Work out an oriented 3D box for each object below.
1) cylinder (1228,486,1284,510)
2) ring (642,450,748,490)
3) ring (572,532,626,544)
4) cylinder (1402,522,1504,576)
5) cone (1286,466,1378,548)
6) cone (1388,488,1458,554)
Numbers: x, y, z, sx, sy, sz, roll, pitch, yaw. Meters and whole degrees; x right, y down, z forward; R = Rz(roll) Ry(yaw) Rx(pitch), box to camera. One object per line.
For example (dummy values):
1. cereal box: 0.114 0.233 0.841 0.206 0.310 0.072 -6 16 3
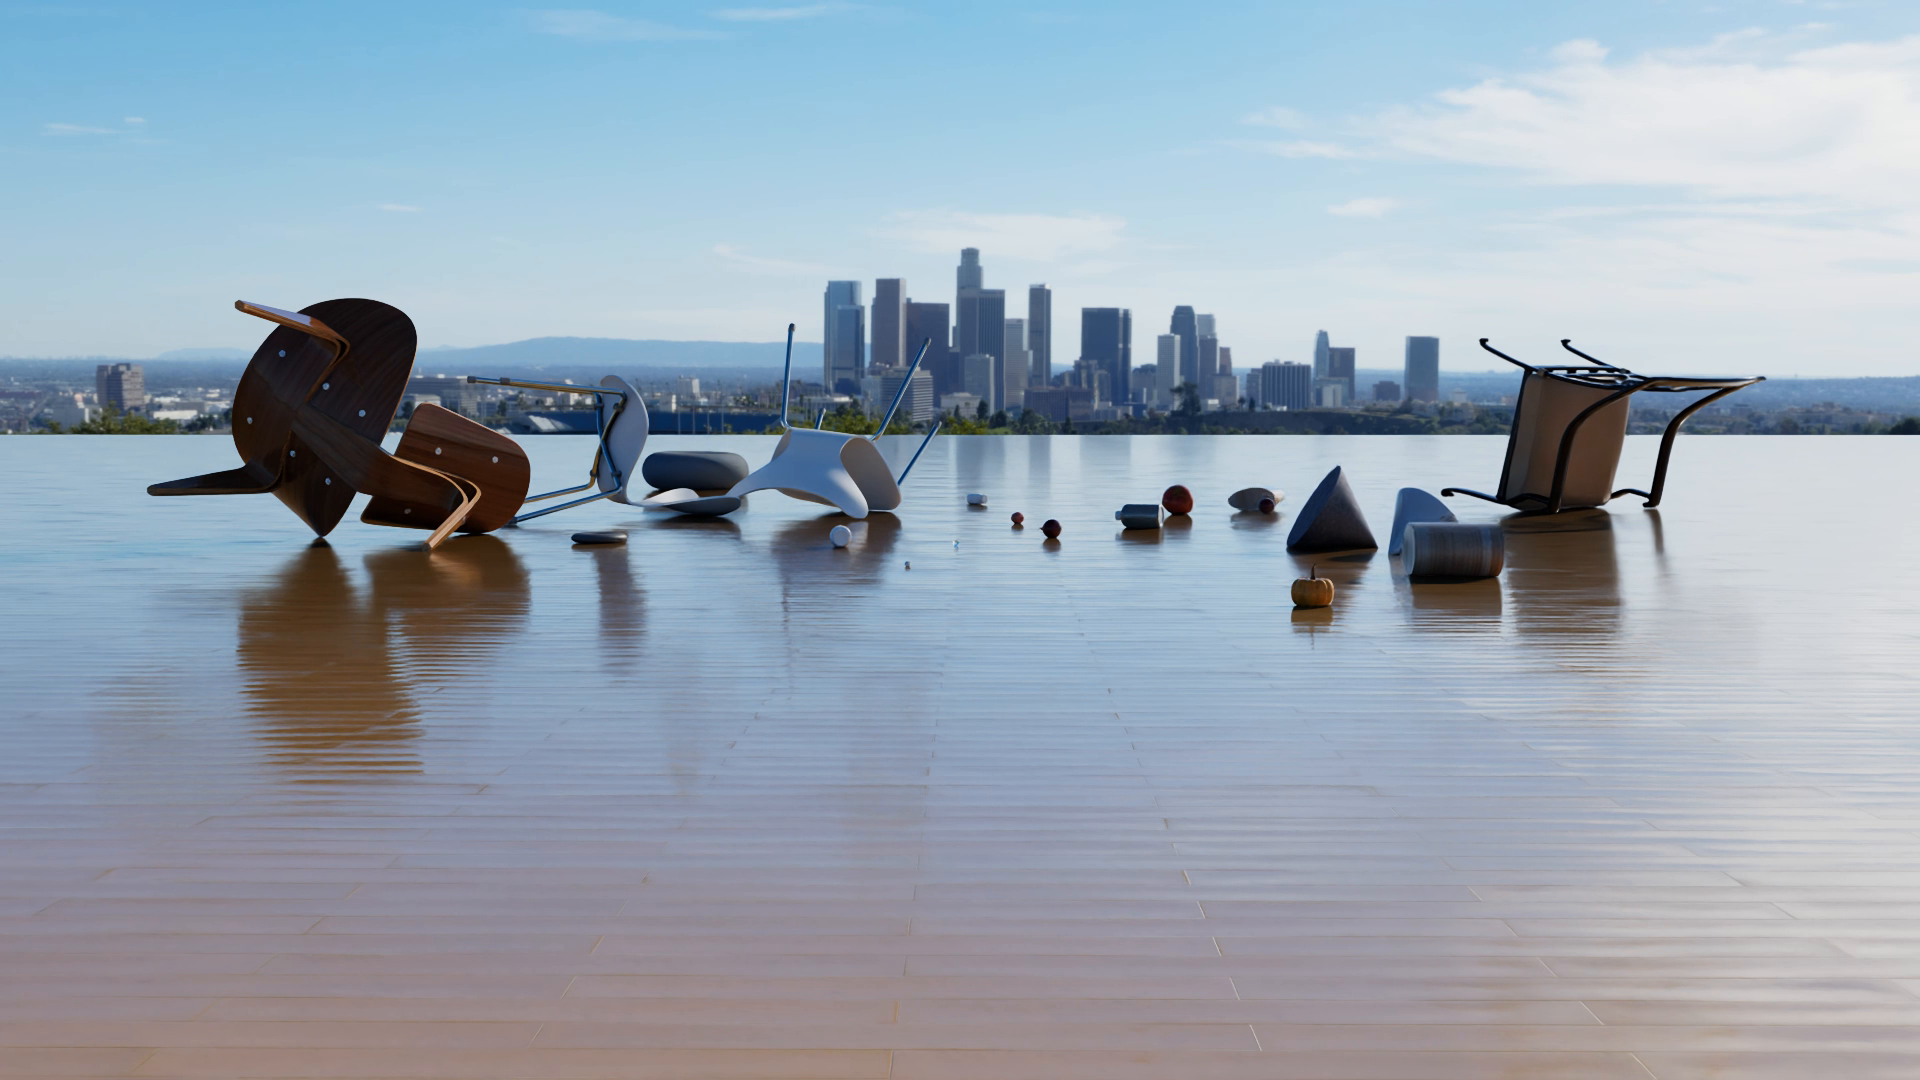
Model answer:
1. cylinder: 1.103 -0.155 8.178 0.176 0.083 0.151 -6 1 22
2. ring: -1.192 -0.313 9.919 0.484 0.165 0.405 0 5 -20
3. ring: -1.057 -0.007 6.441 0.171 0.029 0.130 -3 5 -39
4. cylinder: 1.187 0.021 5.295 0.211 0.129 0.168 0 2 1
5. cone: 1.092 -0.036 6.222 0.219 0.273 0.314 32 1 -1
6. cone: 1.225 -0.008 5.994 0.170 0.208 0.252 -36 39 -20
